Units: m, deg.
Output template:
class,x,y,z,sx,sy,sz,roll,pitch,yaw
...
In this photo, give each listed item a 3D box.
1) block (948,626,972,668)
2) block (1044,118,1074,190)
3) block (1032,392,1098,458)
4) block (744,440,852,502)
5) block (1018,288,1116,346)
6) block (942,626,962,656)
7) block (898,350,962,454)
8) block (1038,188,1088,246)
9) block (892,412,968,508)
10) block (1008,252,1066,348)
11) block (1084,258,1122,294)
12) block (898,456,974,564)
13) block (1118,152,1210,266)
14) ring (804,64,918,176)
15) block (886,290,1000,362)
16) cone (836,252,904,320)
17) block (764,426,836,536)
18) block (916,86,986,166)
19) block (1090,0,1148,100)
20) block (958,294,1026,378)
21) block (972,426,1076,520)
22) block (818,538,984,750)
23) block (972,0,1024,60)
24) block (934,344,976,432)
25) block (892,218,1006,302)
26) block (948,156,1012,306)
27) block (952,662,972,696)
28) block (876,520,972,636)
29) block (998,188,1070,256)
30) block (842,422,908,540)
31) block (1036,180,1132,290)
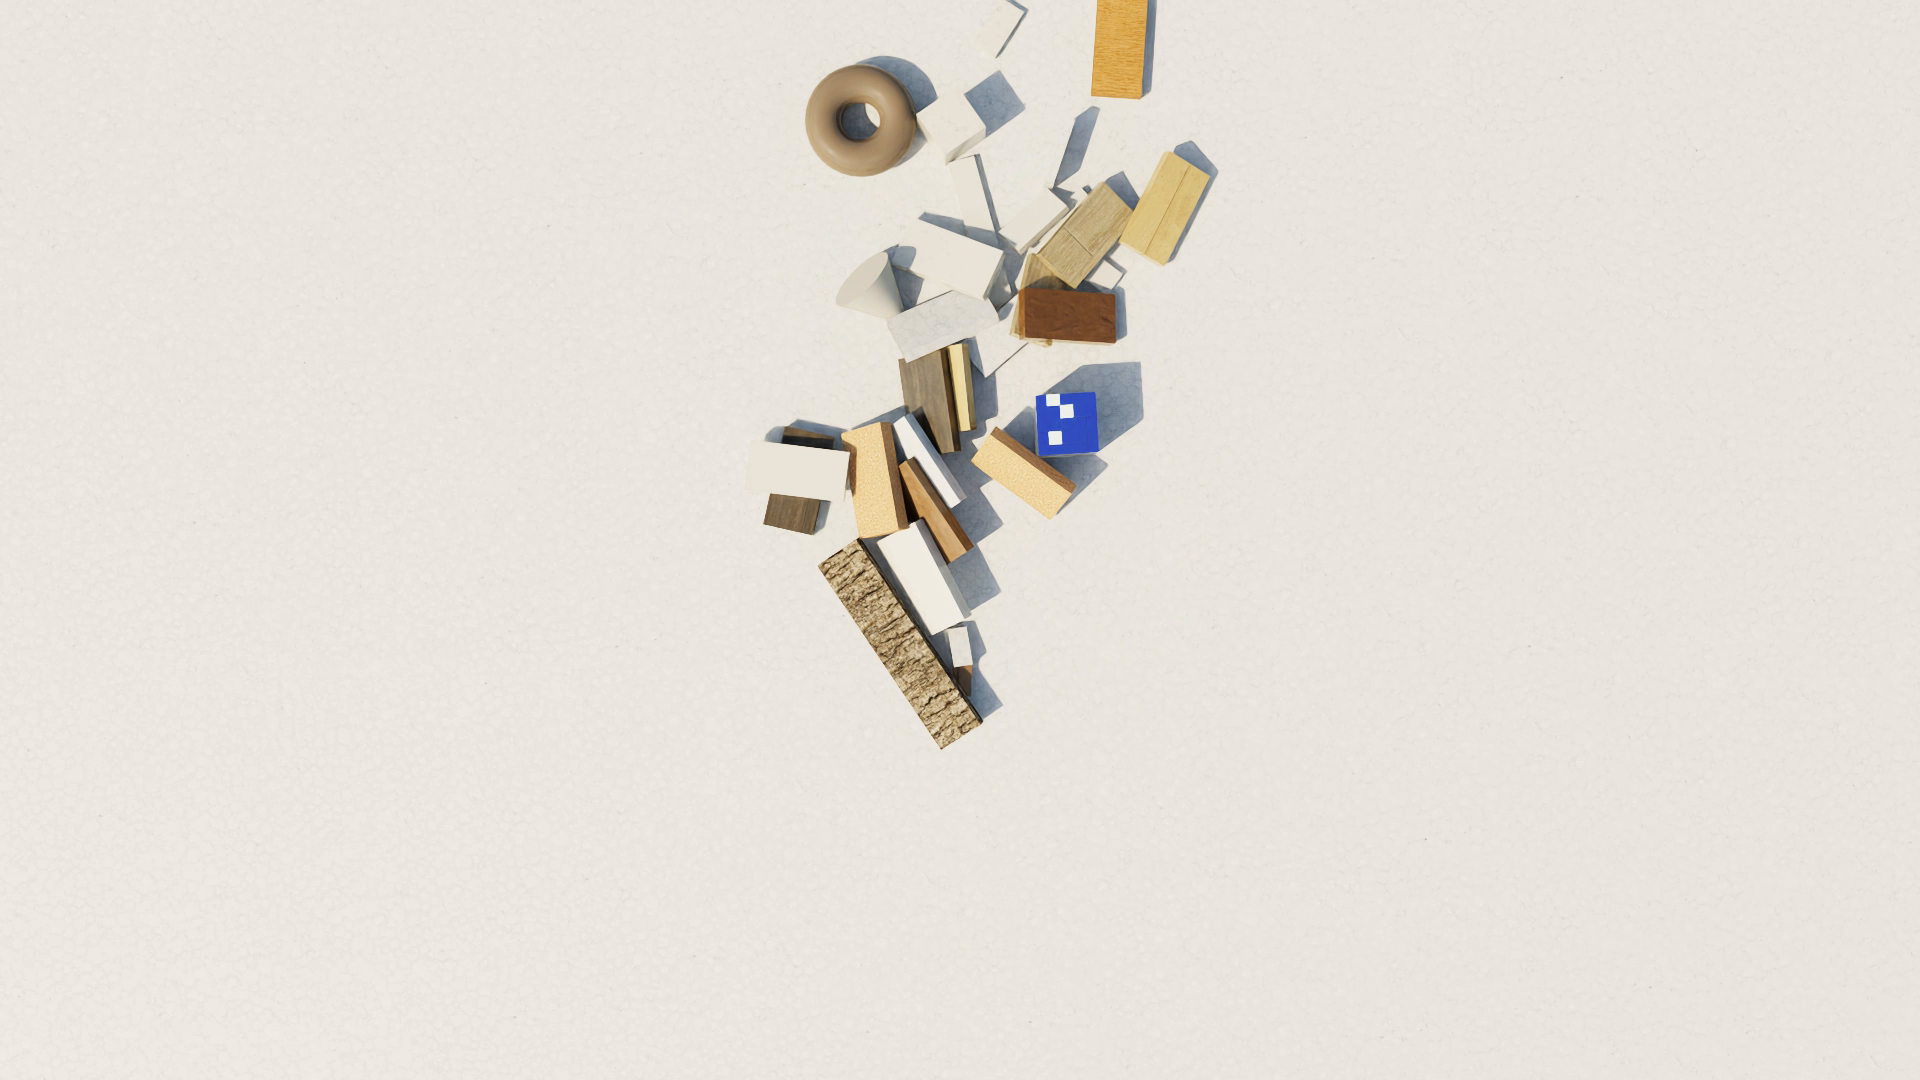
class,x,y,z,sx,sy,sz,roll,pitch,yaw
block,0.001,0.354,5.460,0.063,0.018,0.126,-9,79,-5
block,0.327,-1.275,5.446,0.031,0.108,0.217,19,90,0
block,0.345,-0.374,5.403,0.194,0.194,0.194,-3,90,0
block,-0.533,-0.226,5.425,0.329,0.047,0.164,7,90,4
block,0.353,-0.732,5.414,0.328,0.046,0.164,1,86,-21
block,-0.009,0.352,5.491,0.063,0.018,0.126,-18,90,0
block,-0.100,-0.445,5.436,0.167,0.047,0.333,-8,90,32
block,0.356,-1.057,5.485,0.217,0.031,0.108,-41,90,0
block,-0.135,-0.235,5.430,0.167,0.047,0.333,-33,91,37
block,0.262,-0.788,5.430,0.141,0.040,0.282,17,80,-20
block,0.443,-0.901,5.487,0.177,0.025,0.089,37,90,0
block,-0.124,-0.078,5.427,0.178,0.050,0.356,-34,90,37
block,0.675,-1.093,5.450,0.167,0.047,0.334,27,90,-19
ring,-0.327,-1.383,5.440,0.371,0.124,0.371,0,90,-1
block,-0.057,-0.719,5.419,0.333,0.047,0.166,-24,57,-5
cone,-0.245,-0.784,5.448,0.234,0.234,0.234,-47,117,0
block,-0.534,-0.196,5.476,0.167,0.047,0.334,13,90,0
block,-0.029,-1.358,5.419,0.162,0.162,0.162,-35,90,0
block,0.529,-1.637,5.477,0.164,0.046,0.328,4,90,0
block,0.144,-0.684,5.467,0.282,0.040,0.141,-41,101,0
block,0.208,-0.218,5.422,0.329,0.164,0.047,36,51,0
block,-0.197,0.342,5.455,0.164,0.047,0.734,-34,90,16
block,0.127,-1.702,5.487,0.089,0.025,0.177,33,90,0
block,-0.028,-0.496,5.440,0.141,0.040,0.282,-5,92,34
block,-0.038,-0.925,5.430,0.334,0.047,0.167,23,84,13
block,0.069,-1.023,5.487,0.089,0.025,0.499,-15,90,0
block,0.006,0.456,5.480,0.063,0.018,0.126,1,99,-3
block,-0.118,0.127,5.428,0.178,0.050,0.355,-27,90,35
block,0.244,-1.055,5.461,0.217,0.031,0.108,-43,62,0
block,-0.280,-0.194,5.413,0.178,0.050,0.356,-13,85,40
block,0.417,-1.003,5.434,0.164,0.046,0.328,42,82,-15
